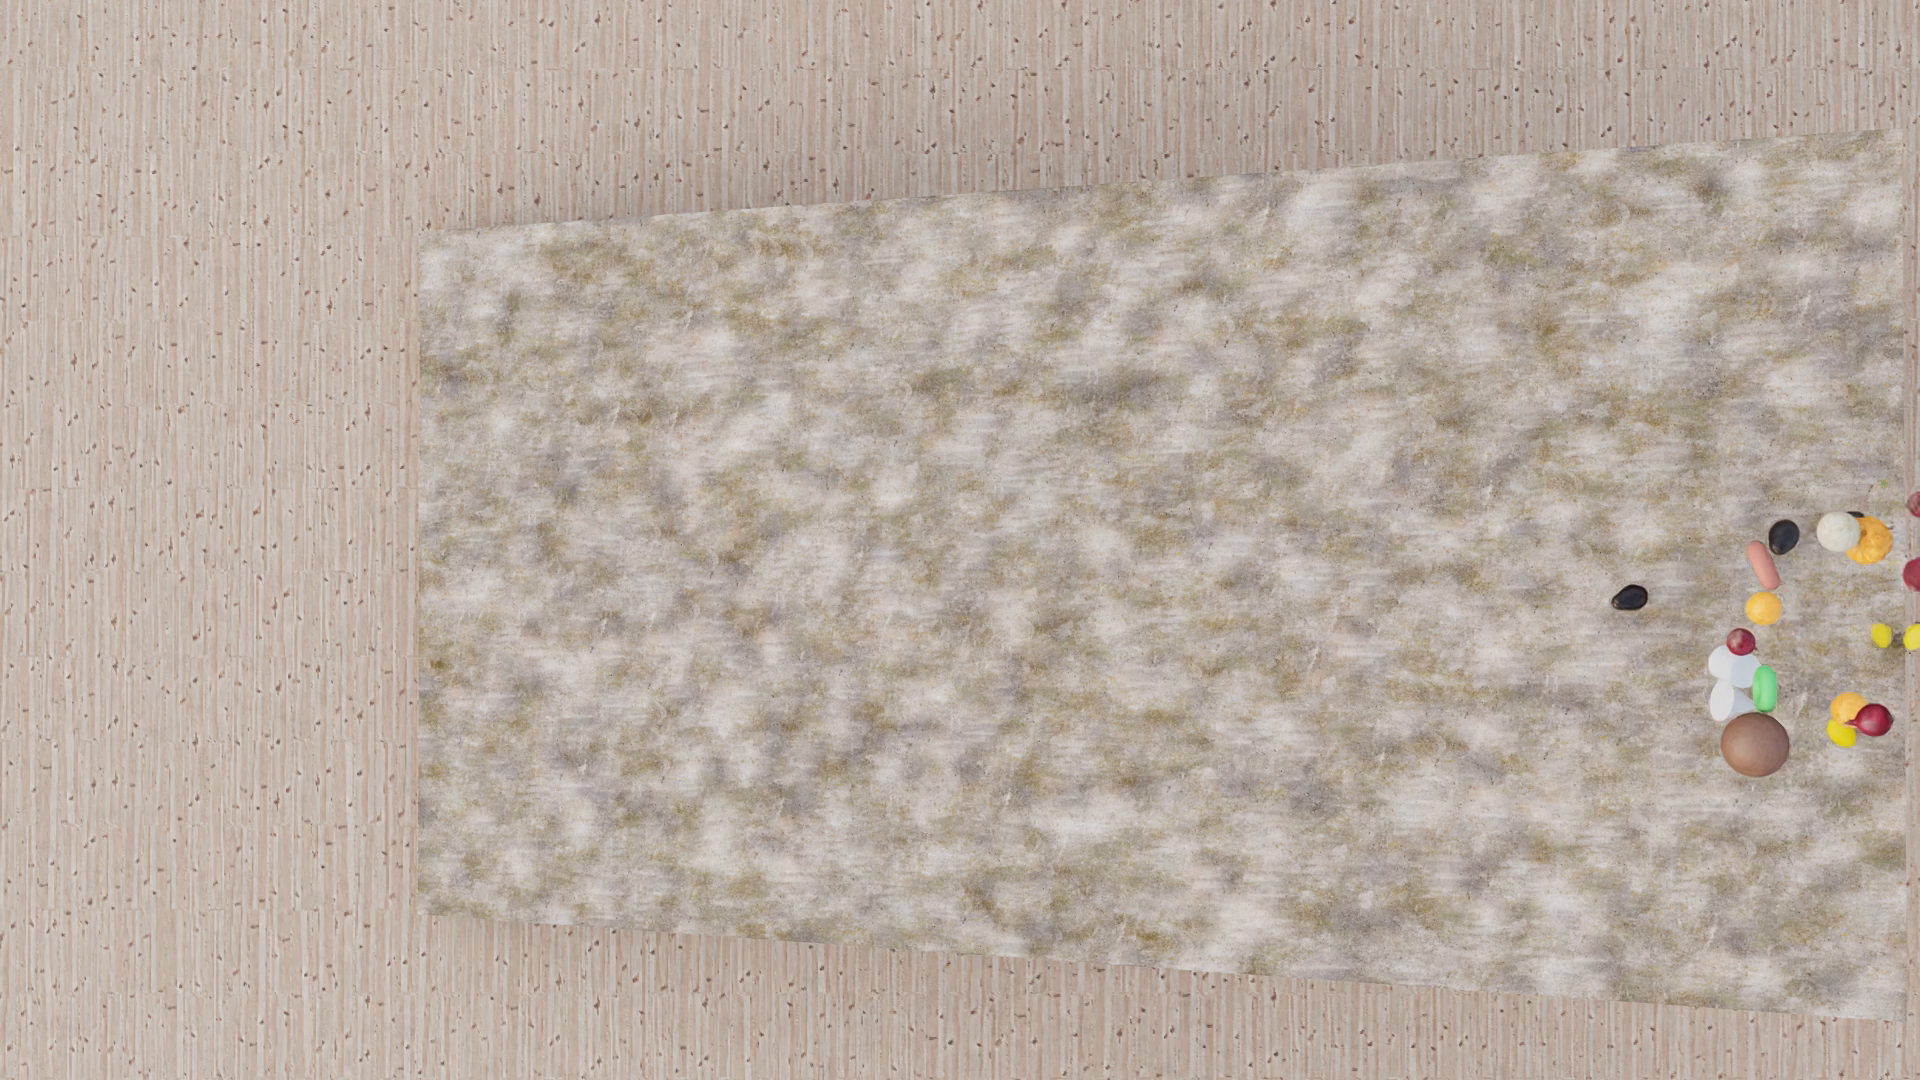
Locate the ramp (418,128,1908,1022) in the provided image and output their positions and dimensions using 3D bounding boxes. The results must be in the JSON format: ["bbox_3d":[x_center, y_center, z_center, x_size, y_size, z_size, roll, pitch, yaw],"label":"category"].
[{"bbox_3d":[0.283,0.086,5.727,4.000,0.100,2.000,0,89,22],"label":"ramp"}]

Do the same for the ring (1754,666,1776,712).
[{"bbox_3d":[1.601,0.297,4.375,0.031,0.094,0.094,-9,89,20],"label":"ring"}]

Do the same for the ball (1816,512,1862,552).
[{"bbox_3d":[1.622,-0.015,4.058,0.076,0.076,0.076,0,89,0],"label":"ball"}]

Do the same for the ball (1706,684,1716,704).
[{"bbox_3d":[1.703,0.351,4.931,0.058,0.058,0.058,0,89,0],"label":"ball"}]

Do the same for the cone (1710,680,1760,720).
[{"bbox_3d":[1.713,0.358,4.826,0.093,0.093,0.093,11,89,-11],"label":"cone"}]

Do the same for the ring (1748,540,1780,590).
[{"bbox_3d":[1.799,0.056,4.922,0.039,0.118,0.118,-26,89,23],"label":"ring"}]

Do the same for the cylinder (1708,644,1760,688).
[{"bbox_3d":[1.680,0.274,4.771,0.077,0.077,0.077,-4,104,-17],"label":"cylinder"}]
